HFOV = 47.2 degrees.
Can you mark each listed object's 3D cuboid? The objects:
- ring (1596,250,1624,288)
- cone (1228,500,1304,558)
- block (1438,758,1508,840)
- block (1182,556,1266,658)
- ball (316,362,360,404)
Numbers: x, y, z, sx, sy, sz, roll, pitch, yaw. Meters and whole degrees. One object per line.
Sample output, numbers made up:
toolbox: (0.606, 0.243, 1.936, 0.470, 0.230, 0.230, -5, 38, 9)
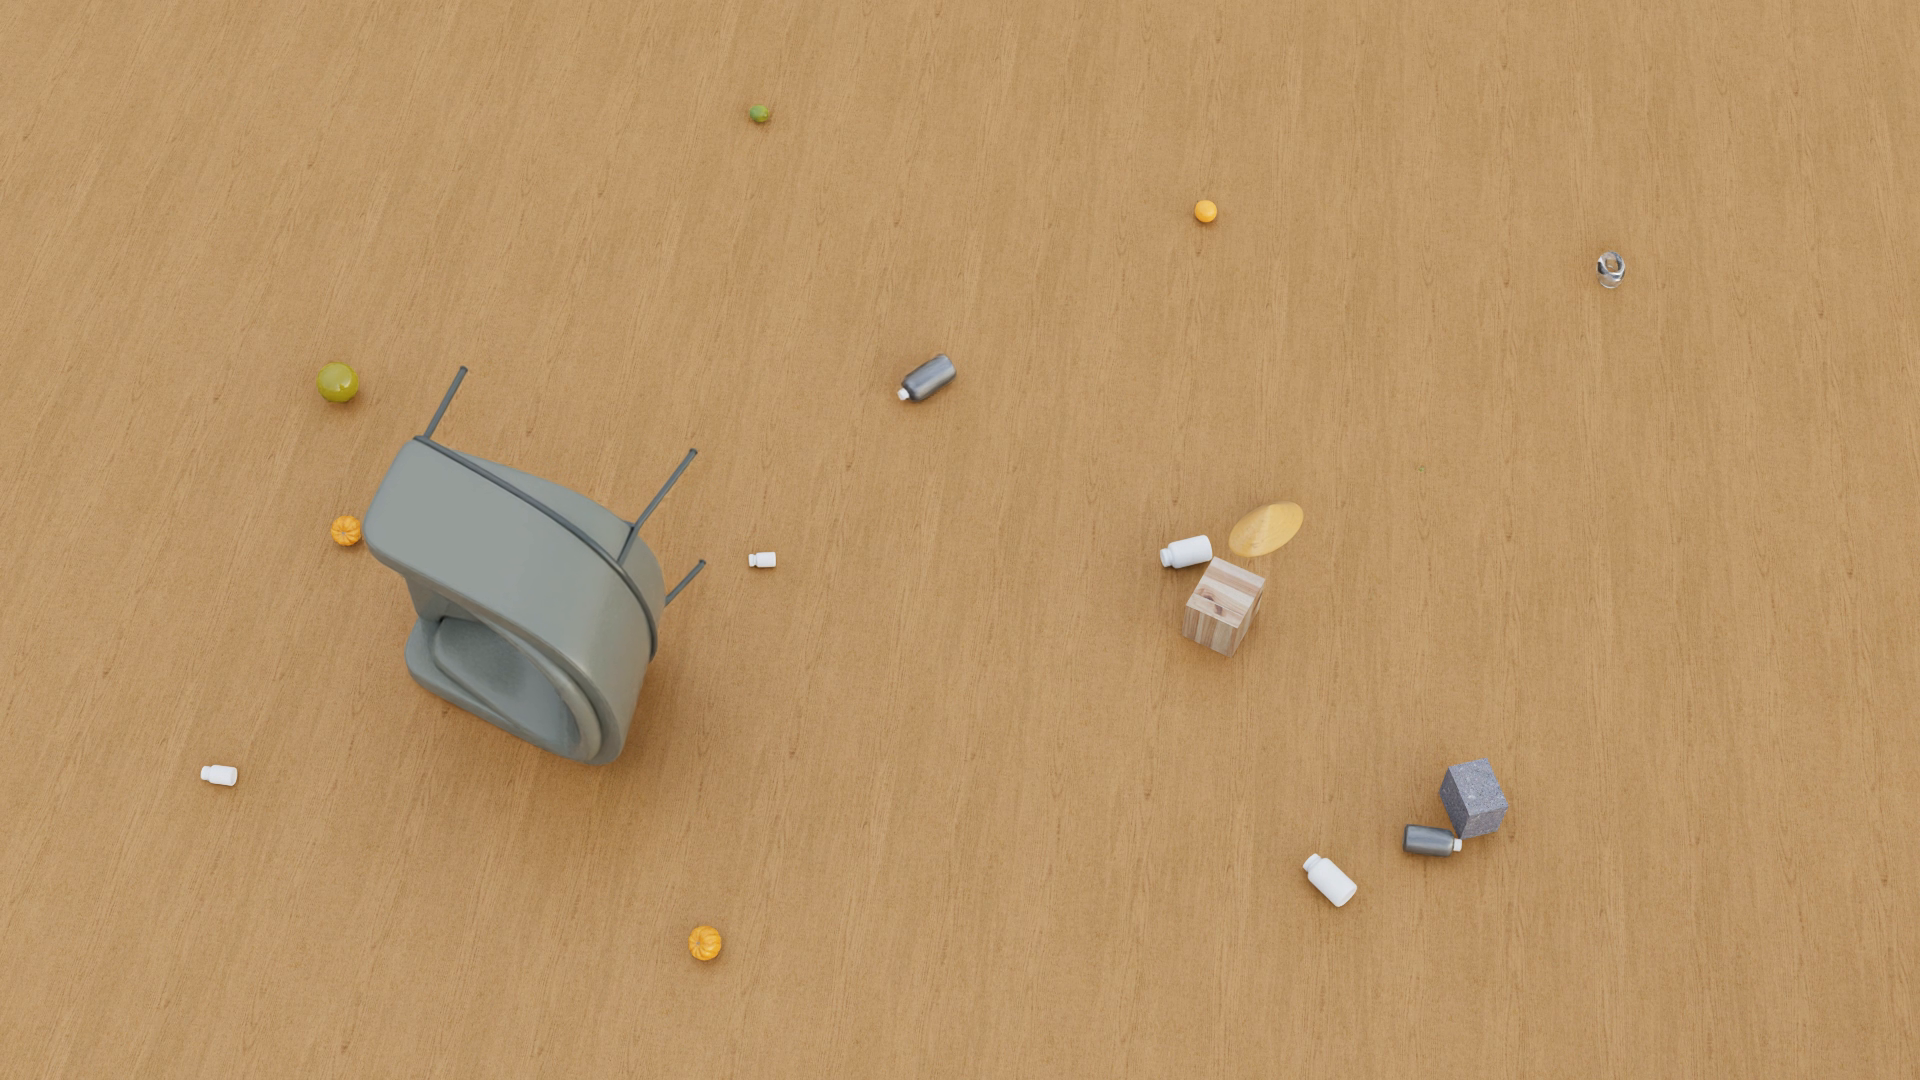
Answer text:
ring: (2.110, -0.877, 7.129, 0.090, 0.057, 0.138, 5, 57, 5)
cone: (0.918, -0.069, 6.544, 0.273, 0.126, 0.151, -33, 62, -20)
block: (1.402, 0.708, 6.008, 0.112, 0.150, 0.153, -12, 57, -8)
block: (0.759, 0.194, 6.345, 0.161, 0.165, 0.190, 25, 60, 16)
ball: (-1.931, -0.488, 6.824, 0.129, 0.129, 0.129, 0, 56, 0)
